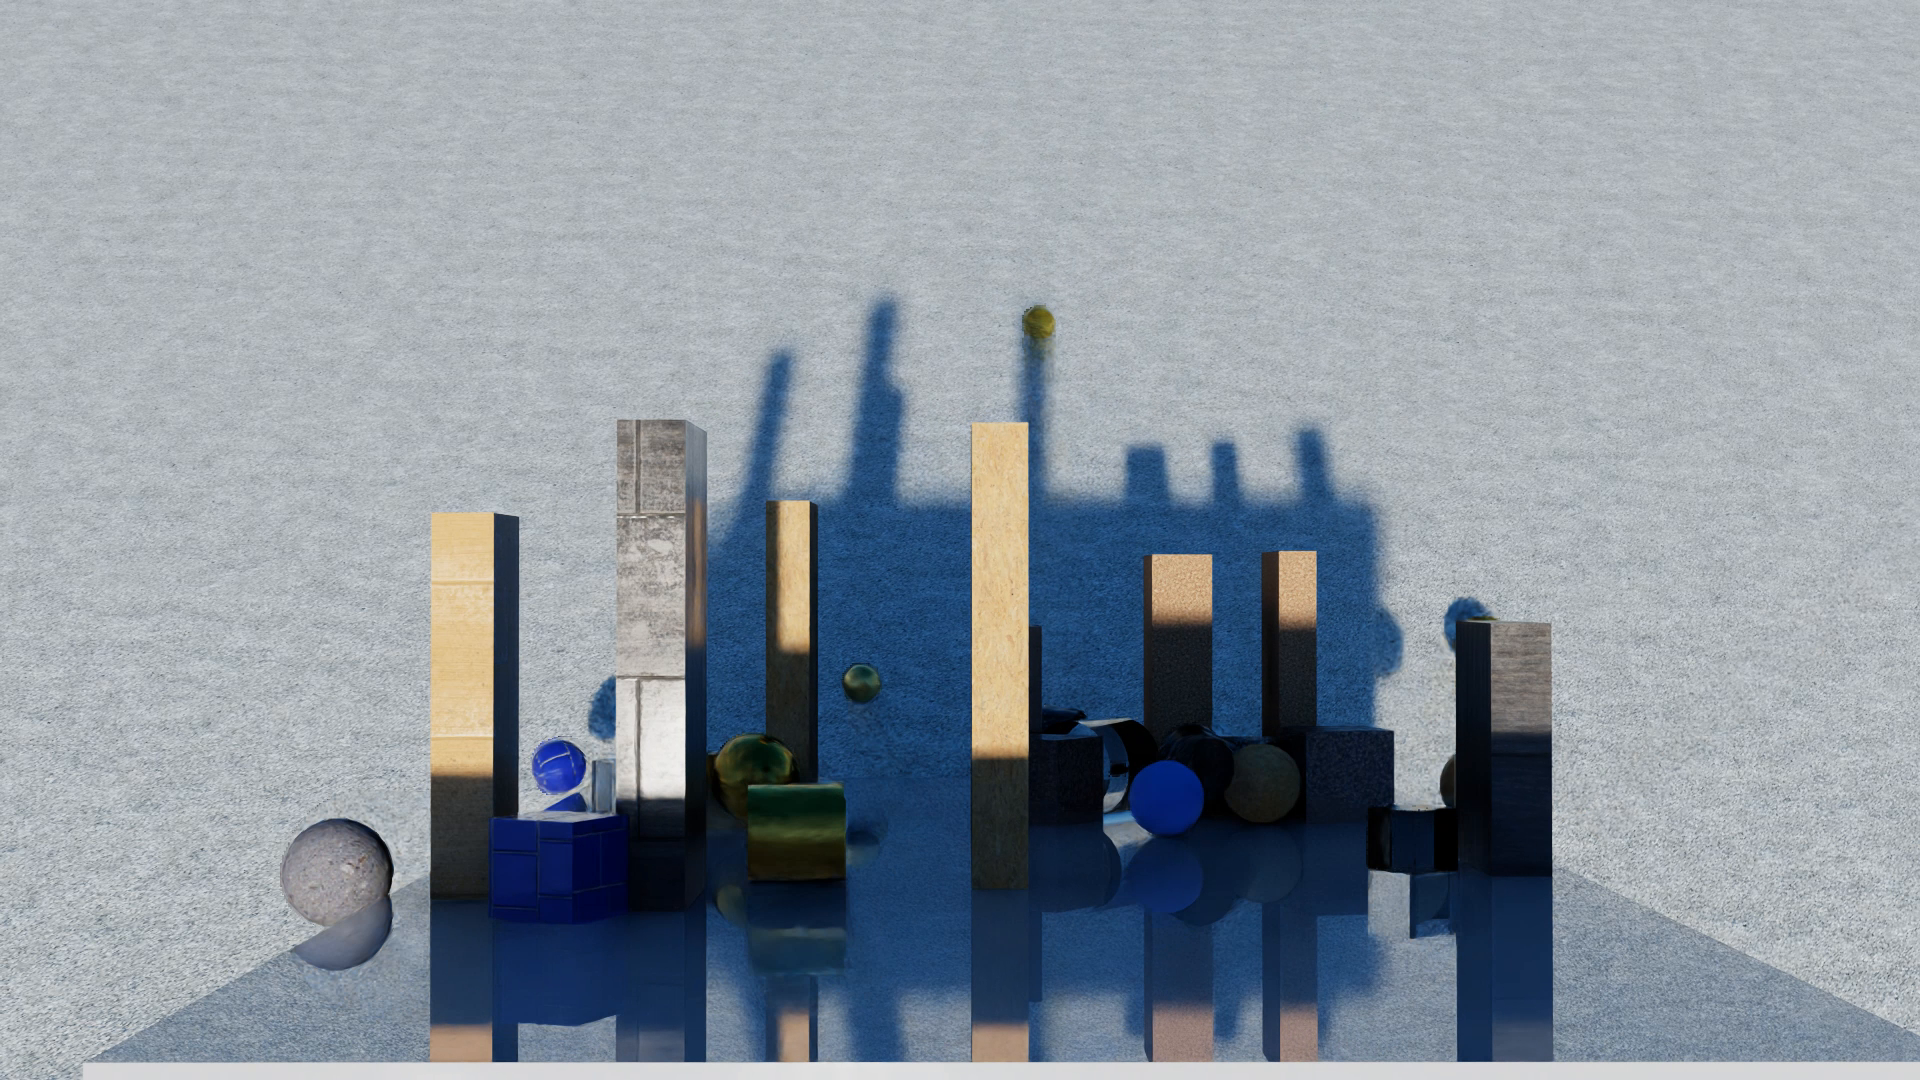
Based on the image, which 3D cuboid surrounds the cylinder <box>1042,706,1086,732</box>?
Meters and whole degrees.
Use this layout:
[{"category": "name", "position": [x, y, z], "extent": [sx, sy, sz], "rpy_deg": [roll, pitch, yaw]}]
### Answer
[{"category": "cylinder", "position": [0.243, 0.517, 6.883], "extent": [0.147, 0.147, 0.147], "rpy_deg": [5, 32, 22]}]

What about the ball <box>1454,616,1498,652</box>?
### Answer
[{"category": "ball", "position": [1.465, 0.293, 7.250], "extent": [0.163, 0.163, 0.163], "rpy_deg": [0, 33, 0]}]

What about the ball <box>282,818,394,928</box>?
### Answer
[{"category": "ball", "position": [-1.013, 0.542, 4.221], "extent": [0.177, 0.177, 0.177], "rpy_deg": [0, 33, 0]}]

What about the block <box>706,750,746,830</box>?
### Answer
[{"category": "block", "position": [-0.508, 0.520, 5.406], "extent": [0.152, 0.152, 0.152], "rpy_deg": [0, -1, -14]}]

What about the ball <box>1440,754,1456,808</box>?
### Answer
[{"category": "ball", "position": [1.114, 0.526, 5.568], "extent": [0.165, 0.165, 0.165], "rpy_deg": [0, 33, 0]}]

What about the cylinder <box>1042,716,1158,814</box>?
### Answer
[{"category": "cylinder", "position": [0.296, 0.495, 5.665], "extent": [0.210, 0.210, 0.210], "rpy_deg": [24, 13, 33]}]

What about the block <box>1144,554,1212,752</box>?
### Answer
[{"category": "block", "position": [0.489, 0.318, 5.841], "extent": [0.132, 0.568, 0.269], "rpy_deg": [0, -1, 0]}]

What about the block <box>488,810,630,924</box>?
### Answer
[{"category": "block", "position": [-0.610, 0.496, 3.948], "extent": [0.151, 0.151, 0.151], "rpy_deg": [0, -1, 26]}]

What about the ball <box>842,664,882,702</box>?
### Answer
[{"category": "ball", "position": [-0.271, 0.395, 7.143], "extent": [0.107, 0.107, 0.107], "rpy_deg": [0, 33, 0]}]

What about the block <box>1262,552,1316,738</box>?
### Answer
[{"category": "block", "position": [0.737, 0.314, 5.822], "extent": [0.082, 0.575, 0.329], "rpy_deg": [0, -1, 0]}]

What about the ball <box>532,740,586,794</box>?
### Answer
[{"category": "ball", "position": [-0.988, 0.558, 6.388], "extent": [0.133, 0.133, 0.133], "rpy_deg": [0, 33, 0]}]

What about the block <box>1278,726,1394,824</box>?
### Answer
[{"category": "block", "position": [0.806, 0.501, 5.561], "extent": [0.194, 0.194, 0.194], "rpy_deg": [0, -1, -10]}]

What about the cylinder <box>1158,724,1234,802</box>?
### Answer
[{"category": "cylinder", "position": [0.490, 0.464, 5.392], "extent": [0.143, 0.143, 0.143], "rpy_deg": [0, 4, -1]}]

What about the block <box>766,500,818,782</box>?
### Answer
[{"category": "block", "position": [-0.355, 0.259, 5.499], "extent": [0.090, 0.676, 0.324], "rpy_deg": [0, -1, 0]}]

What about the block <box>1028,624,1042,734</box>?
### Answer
[{"category": "block", "position": [0.138, 0.397, 5.823], "extent": [0.082, 0.410, 0.279], "rpy_deg": [0, -1, 0]}]

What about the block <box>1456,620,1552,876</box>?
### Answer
[{"category": "block", "position": [0.968, 0.364, 4.625], "extent": [0.105, 0.436, 0.316], "rpy_deg": [0, -1, 0]}]

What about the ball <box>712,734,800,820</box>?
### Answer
[{"category": "ball", "position": [-0.413, 0.481, 5.245], "extent": [0.179, 0.179, 0.179], "rpy_deg": [0, 33, 0]}]

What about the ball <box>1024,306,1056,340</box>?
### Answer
[{"category": "ball", "position": [0.274, -0.747, 8.925], "extent": [0.111, 0.111, 0.111], "rpy_deg": [0, 33, 0]}]

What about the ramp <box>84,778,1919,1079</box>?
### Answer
[{"category": "ramp", "position": [0.072, 0.635, 4.740], "extent": [2.000, 0.100, 4.000], "rpy_deg": [0, -1, 0]}]

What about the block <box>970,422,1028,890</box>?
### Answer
[{"category": "block", "position": [0.066, 0.194, 4.445], "extent": [0.094, 0.772, 0.304], "rpy_deg": [0, -1, 0]}]

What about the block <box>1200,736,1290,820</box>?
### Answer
[{"category": "block", "position": [0.609, 0.515, 5.628], "extent": [0.168, 0.168, 0.168], "rpy_deg": [0, -1, -11]}]

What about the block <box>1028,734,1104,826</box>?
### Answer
[{"category": "block", "position": [0.181, 0.508, 5.508], "extent": [0.179, 0.179, 0.179], "rpy_deg": [-1, -1, 35]}]

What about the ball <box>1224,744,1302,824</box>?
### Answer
[{"category": "ball", "position": [0.636, 0.512, 5.462], "extent": [0.168, 0.168, 0.168], "rpy_deg": [0, 33, 0]}]

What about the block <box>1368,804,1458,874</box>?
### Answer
[{"category": "block", "position": [0.798, 0.527, 4.572], "extent": [0.110, 0.110, 0.110], "rpy_deg": [1, -1, -38]}]

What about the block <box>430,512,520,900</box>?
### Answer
[{"category": "block", "position": [-0.798, 0.268, 4.276], "extent": [0.100, 0.619, 0.243], "rpy_deg": [0, -1, 0]}]

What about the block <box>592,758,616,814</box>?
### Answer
[{"category": "block", "position": [-0.661, 0.523, 5.319], "extent": [0.142, 0.142, 0.142], "rpy_deg": [1, -1, -33]}]

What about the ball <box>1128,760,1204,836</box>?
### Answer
[{"category": "ball", "position": [0.412, 0.516, 5.178], "extent": [0.151, 0.151, 0.151], "rpy_deg": [0, 33, 0]}]

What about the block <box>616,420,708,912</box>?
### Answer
[{"category": "block", "position": [-0.477, 0.196, 4.170], "extent": [0.106, 0.759, 0.344], "rpy_deg": [0, -1, 0]}]
